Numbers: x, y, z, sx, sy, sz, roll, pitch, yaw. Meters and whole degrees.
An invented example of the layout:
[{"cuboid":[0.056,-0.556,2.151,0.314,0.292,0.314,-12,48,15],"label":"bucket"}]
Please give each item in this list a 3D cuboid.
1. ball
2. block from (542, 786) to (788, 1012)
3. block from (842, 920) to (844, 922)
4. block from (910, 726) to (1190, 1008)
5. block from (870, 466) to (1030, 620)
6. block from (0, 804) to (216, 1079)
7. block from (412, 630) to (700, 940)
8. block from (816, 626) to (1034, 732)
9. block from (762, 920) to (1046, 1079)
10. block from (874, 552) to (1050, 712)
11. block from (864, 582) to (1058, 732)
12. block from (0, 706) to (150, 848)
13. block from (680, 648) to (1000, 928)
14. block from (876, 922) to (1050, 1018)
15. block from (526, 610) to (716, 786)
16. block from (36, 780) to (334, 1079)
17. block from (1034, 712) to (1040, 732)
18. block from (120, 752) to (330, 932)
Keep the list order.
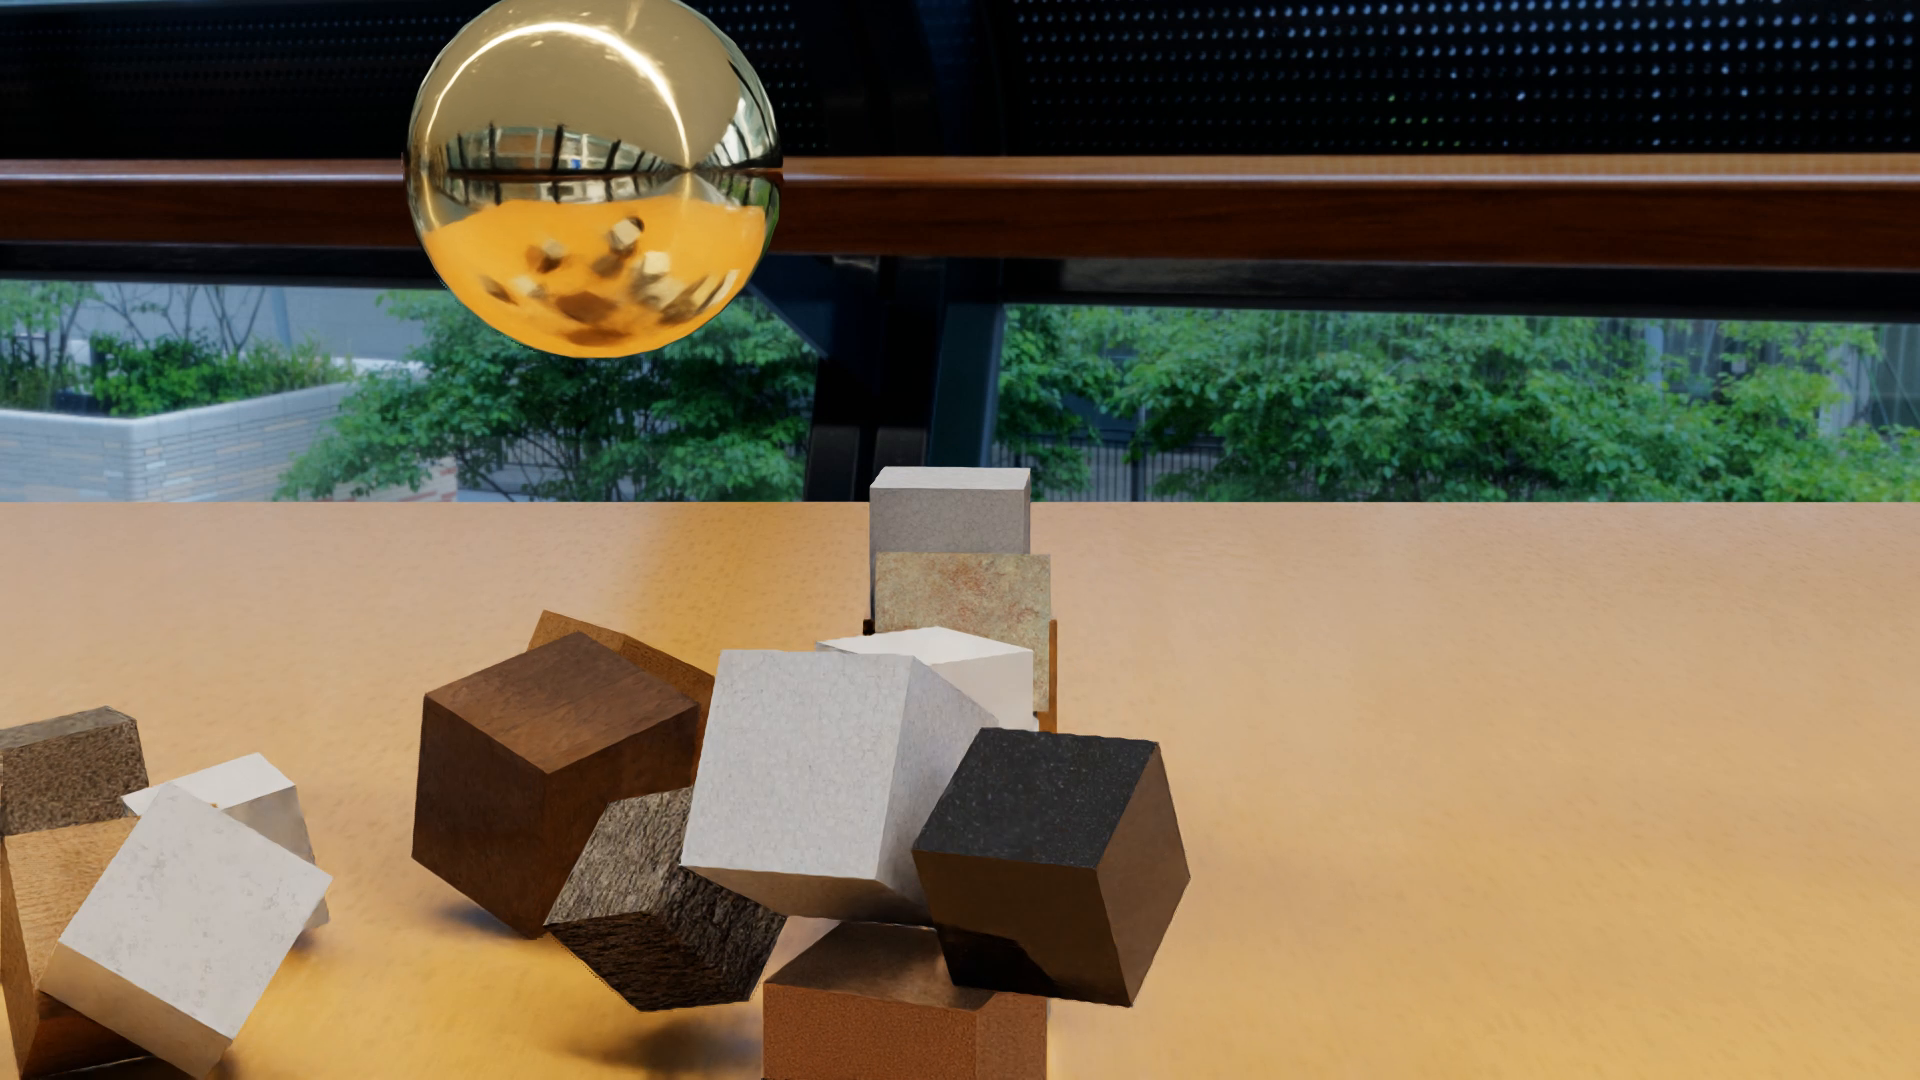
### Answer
[{"cuboid":[-1.546,-1.571,10.895,1.600,1.600,1.600,0,10,0],"label":"ball"},{"cuboid":[-1.037,1.315,9.393,0.594,0.549,0.566,-14,38,41],"label":"block"},{"cuboid":[-0.103,1.282,10.570,0.750,0.695,0.695,-1,10,-5],"label":"block"},{"cuboid":[0.297,1.019,8.067,0.610,0.576,0.587,3,37,26],"label":"block"},{"cuboid":[-0.038,0.014,12.397,0.726,0.639,0.658,1,10,4],"label":"block"},{"cuboid":[-2.986,1.425,9.103,0.722,0.669,0.652,-7,-25,-29],"label":"block"},{"cuboid":[-1.708,1.017,10.829,0.735,0.822,0.870,28,32,30],"label":"block"},{"cuboid":[-0.142,0.701,10.047,0.584,0.582,0.648,-6,10,-35],"label":"block"},{"cuboid":[-0.170,1.698,8.412,0.729,0.650,0.665,4,11,21],"label":"block"},{"cuboid":[0.021,0.413,11.717,0.777,0.696,0.659,1,-1,2],"label":"block"},{"cuboid":[0.003,0.764,12.710,0.920,0.949,0.903,0,10,0],"label":"block"},{"cuboid":[-4.029,1.109,11.556,0.602,0.544,0.647,-13,8,-28],"label":"block"},{"cuboid":[-0.383,0.829,8.506,0.703,0.730,0.725,1,-20,25],"label":"block"},{"cuboid":[-0.023,1.393,9.893,0.668,0.720,0.671,-1,10,-5],"label":"block"},{"cuboid":[-1.641,0.841,12.142,0.646,0.705,0.758,13,-12,44],"label":"block"},{"cuboid":[-2.587,1.308,8.559,0.633,0.638,0.566,33,-34,-9],"label":"block"},{"cuboid":[-0.004,1.155,11.283,0.697,0.691,0.659,0,10,0],"label":"block"},{"cuboid":[-2.992,1.299,10.449,0.576,0.602,0.582,-18,18,-26],"label":"block"}]
